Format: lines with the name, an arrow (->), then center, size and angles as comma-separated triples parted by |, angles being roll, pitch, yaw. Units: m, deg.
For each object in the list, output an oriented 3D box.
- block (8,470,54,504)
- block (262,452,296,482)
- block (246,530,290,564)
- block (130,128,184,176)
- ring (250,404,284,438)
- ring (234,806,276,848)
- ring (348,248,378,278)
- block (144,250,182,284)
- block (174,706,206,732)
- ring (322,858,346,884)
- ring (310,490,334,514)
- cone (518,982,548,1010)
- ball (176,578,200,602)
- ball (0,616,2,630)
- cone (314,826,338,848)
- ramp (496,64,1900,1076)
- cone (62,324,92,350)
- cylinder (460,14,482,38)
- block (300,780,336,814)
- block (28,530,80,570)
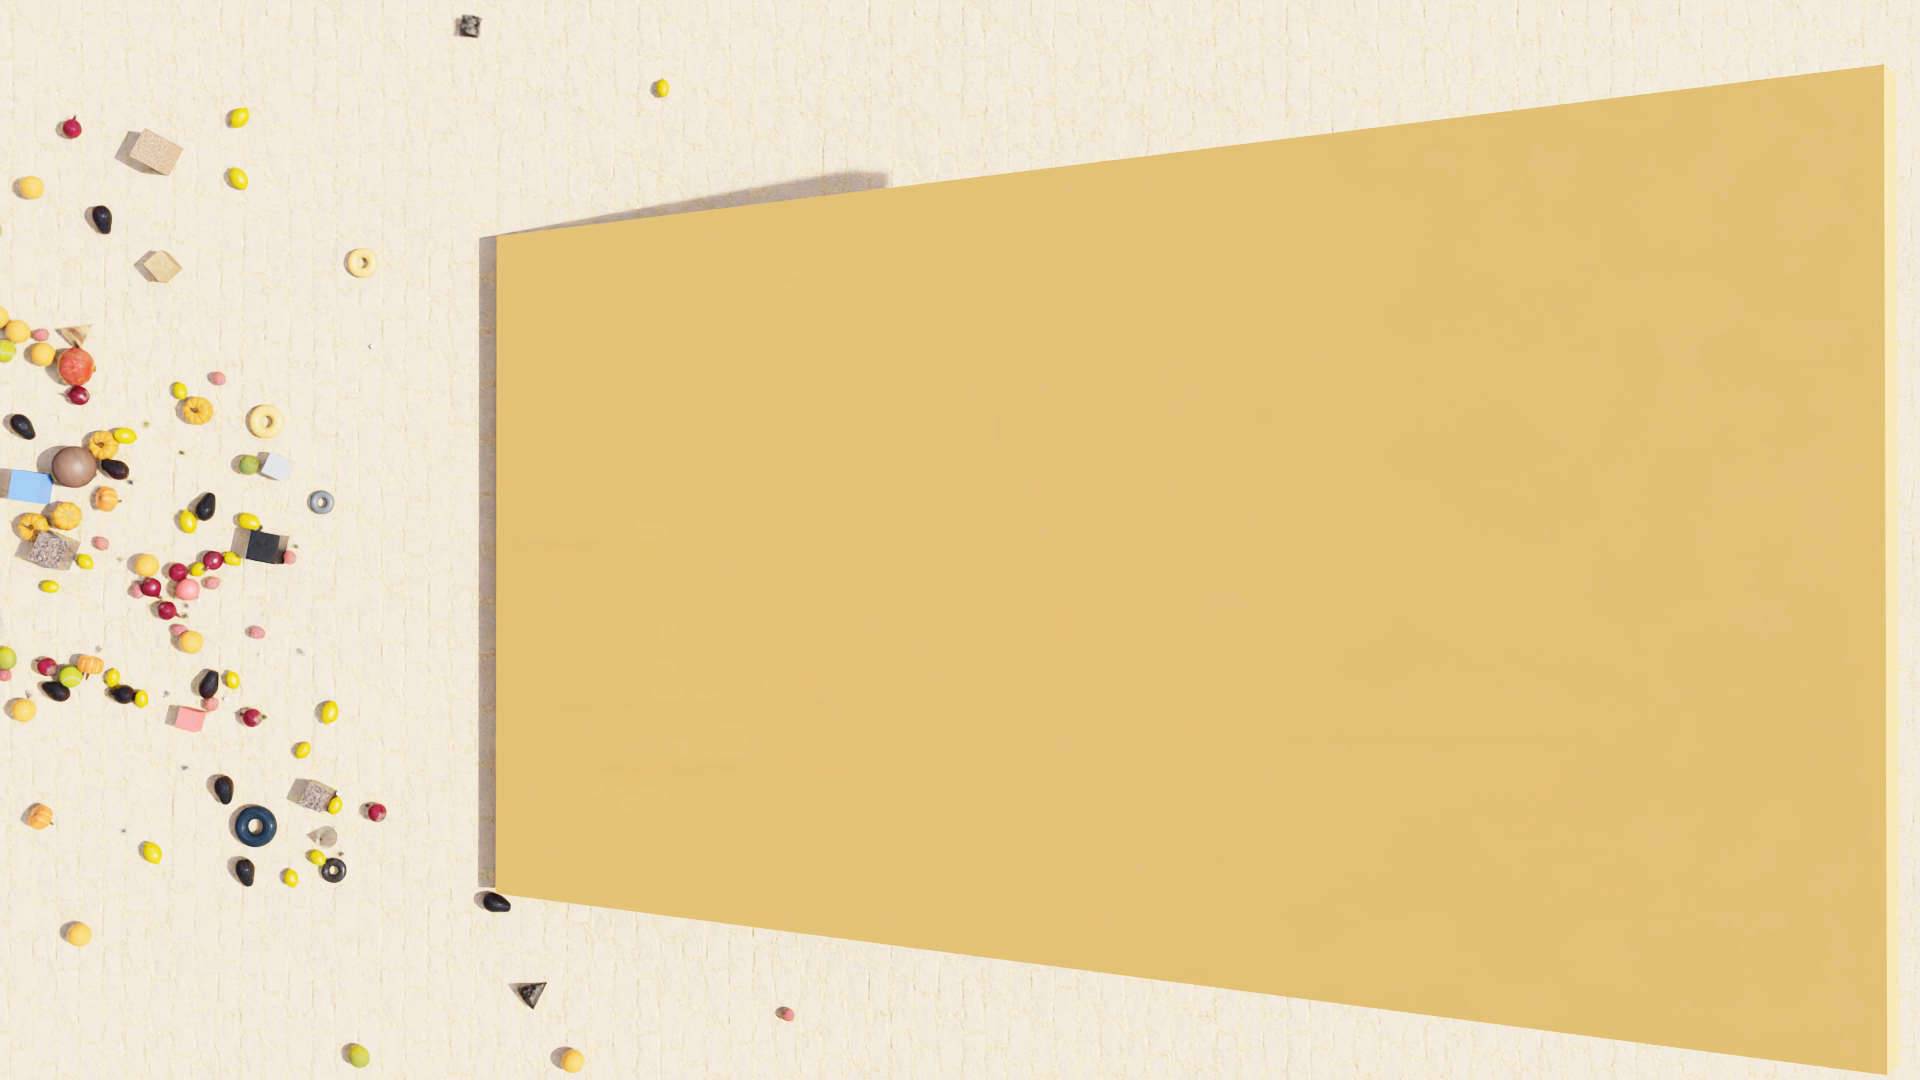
block -> -2.842, -0.163, 6.729 | 0.091, 0.091, 0.091 | 9, 90, 0
block -> -2.087, -0.224, 6.742 | 0.066, 0.066, 0.066 | 26, 90, 0
block -> -2.119, 0.022, 6.728 | 0.090, 0.090, 0.090 | 12, 90, 0
block -> -2.459, -1.189, 6.734 | 0.097, 0.097, 0.097 | 29, 90, 0
ring -> -2.131, -0.364, 6.759 | 0.105, 0.035, 0.105 | 0, 91, 0
ring -> -2.160, 0.878, 6.745 | 0.131, 0.044, 0.131 | 0, 91, -1
ring -> -1.838, -0.853, 6.765 | 0.092, 0.031, 0.092 | 0, 91, -1
block -> -2.443, -0.839, 6.746 | 0.068, 0.068, 0.068 | -42, 90, 0
block -> -2.357, 0.549, 6.738 | 0.062, 0.062, 0.062 | 15, 90, 0
ring -> -1.922, 1.015, 6.753 | 0.079, 0.026, 0.079 | 0, 90, 1
ring -> -1.961, -0.115, 6.762 | 0.075, 0.025, 0.075 | 0, 90, -1
cone -> -1.298, 1.381, 6.744 | 0.083, 0.083, 0.083 | -36, 90, -27
ball -> -2.366, 0.153, 6.737 | 0.070, 0.070, 0.070 | 0, 90, 0
ball -> -2.977, 0.255, 6.726 | 0.090, 0.090, 0.090 | 0, 90, 0
cone -> -1.951, 0.914, 6.730 | 0.072, 0.072, 0.072 | 0, 90, 0
ramp -> 0.239, 0.066, 5.561 | 4.000, 0.100, 2.000 | 0, 89, 36
cone -> -2.699, -0.640, 6.759 | 0.085, 0.085, 0.085 | 45, 63, 0
cylinder -> -1.502, -1.578, 6.756 | 0.057, 0.057, 0.057 | 8, 90, 0
block -> -1.965, 0.786, 6.732 | 0.071, 0.071, 0.071 | 26, 90, 0
block -> -2.768, 0.032, 6.726 | 0.094, 0.094, 0.094 | 23, 90, 0
